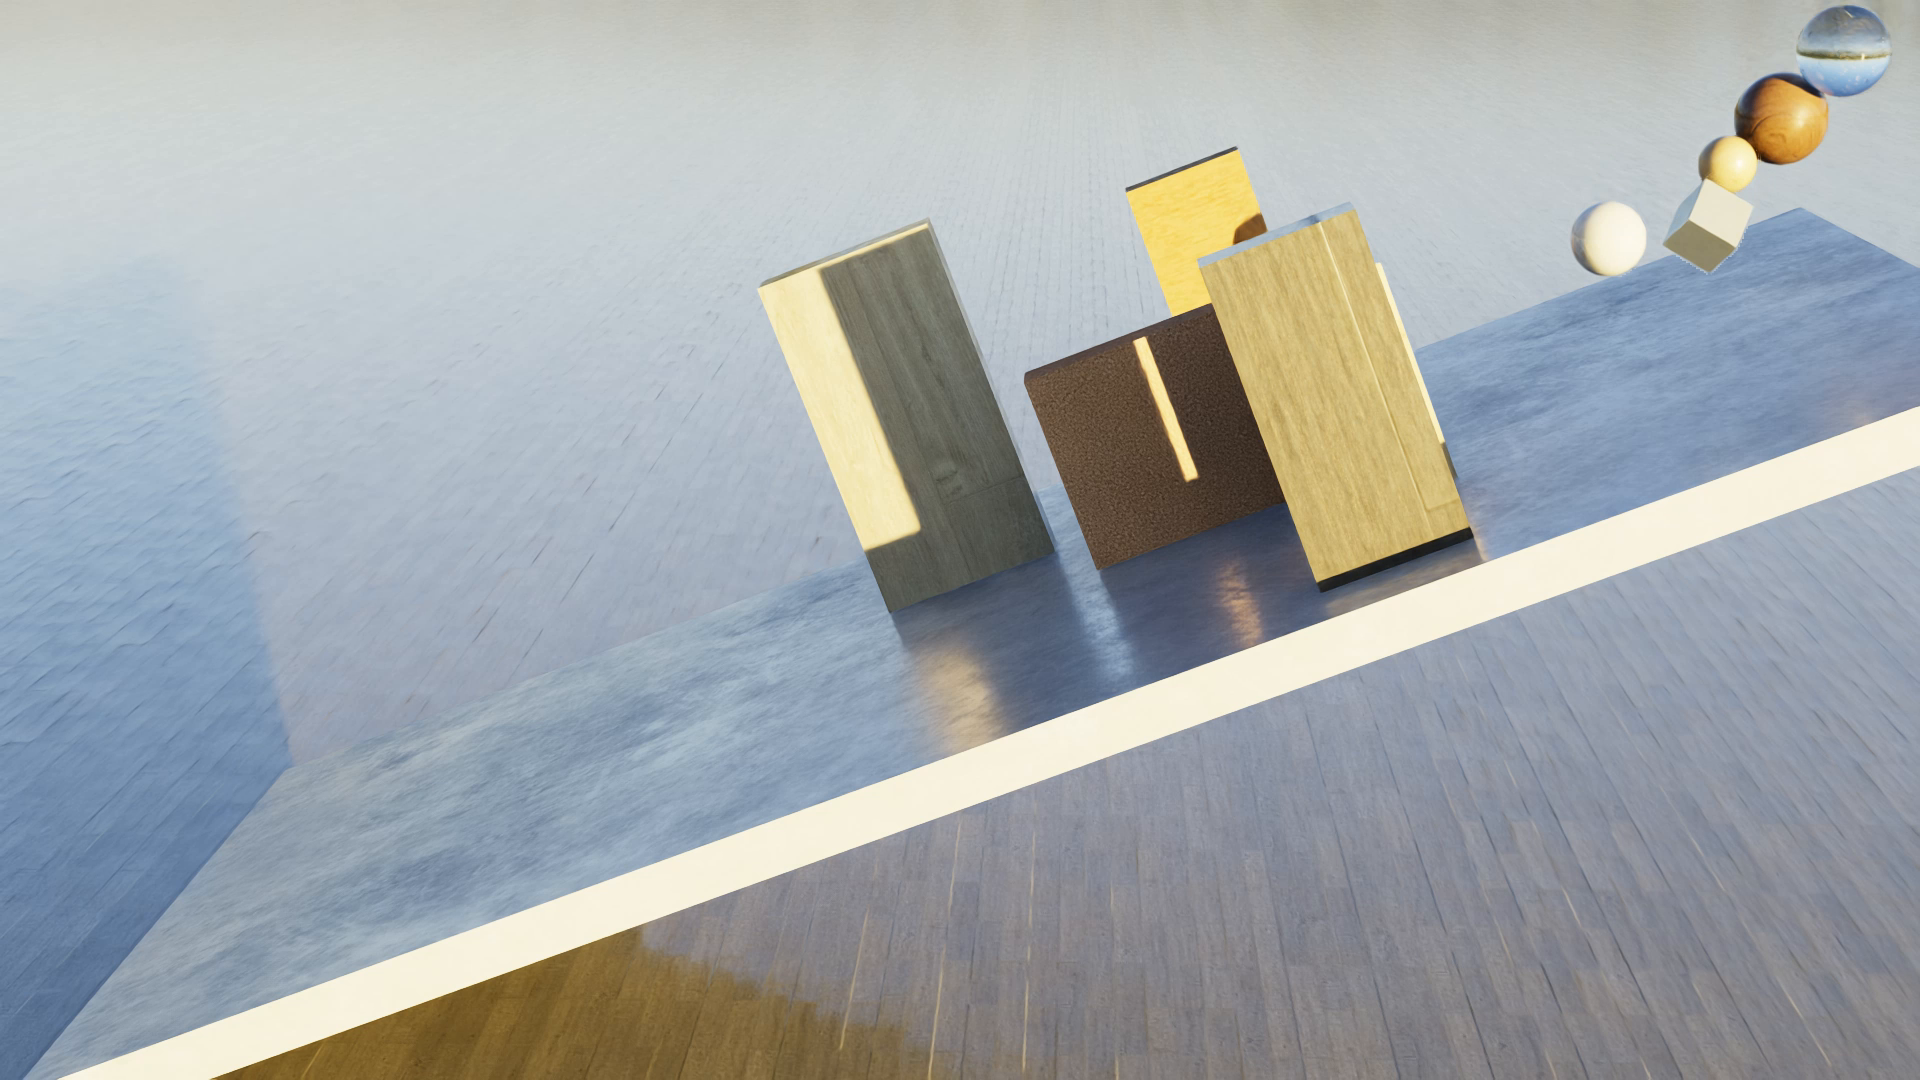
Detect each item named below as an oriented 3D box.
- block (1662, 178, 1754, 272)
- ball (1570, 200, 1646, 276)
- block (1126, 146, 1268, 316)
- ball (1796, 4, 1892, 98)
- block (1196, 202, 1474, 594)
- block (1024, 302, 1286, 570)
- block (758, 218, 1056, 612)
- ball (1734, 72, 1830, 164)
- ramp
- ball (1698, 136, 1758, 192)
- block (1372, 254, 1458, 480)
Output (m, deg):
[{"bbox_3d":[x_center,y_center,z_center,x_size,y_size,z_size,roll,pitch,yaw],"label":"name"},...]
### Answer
[{"bbox_3d":[1.513,-0.636,5.951,0.112,0.112,0.112,30,-26,-3],"label":"block"},{"bbox_3d":[1.307,-0.608,5.931,0.152,0.152,0.152,0,13,0],"label":"ball"},{"bbox_3d":[0.630,-0.572,6.906,0.277,0.638,0.094,-20,12,7],"label":"block"},{"bbox_3d":[1.875,-1.038,6.239,0.195,0.195,0.195,0,13,0],"label":"ball"},{"bbox_3d":[0.687,-0.260,5.389,0.297,0.645,0.115,-20,12,7],"label":"block"},{"bbox_3d":[0.423,-0.223,6.217,0.449,0.434,0.114,-20,12,7],"label":"block"},{"bbox_3d":[-0.114,-0.275,6.549,0.399,0.784,0.114,-20,12,7],"label":"block"},{"bbox_3d":[1.774,-0.911,6.352,0.200,0.200,0.200,0,13,0],"label":"ball"},{"bbox_3d":[0.121,0.175,6.293,4.000,0.100,2.000,-20,12,7],"label":"ramp"},{"bbox_3d":[1.644,-0.805,6.300,0.124,0.124,0.124,0,13,0],"label":"ball"},{"bbox_3d":[0.784,-0.302,5.862,0.262,0.459,0.126,-20,12,7],"label":"block"}]
